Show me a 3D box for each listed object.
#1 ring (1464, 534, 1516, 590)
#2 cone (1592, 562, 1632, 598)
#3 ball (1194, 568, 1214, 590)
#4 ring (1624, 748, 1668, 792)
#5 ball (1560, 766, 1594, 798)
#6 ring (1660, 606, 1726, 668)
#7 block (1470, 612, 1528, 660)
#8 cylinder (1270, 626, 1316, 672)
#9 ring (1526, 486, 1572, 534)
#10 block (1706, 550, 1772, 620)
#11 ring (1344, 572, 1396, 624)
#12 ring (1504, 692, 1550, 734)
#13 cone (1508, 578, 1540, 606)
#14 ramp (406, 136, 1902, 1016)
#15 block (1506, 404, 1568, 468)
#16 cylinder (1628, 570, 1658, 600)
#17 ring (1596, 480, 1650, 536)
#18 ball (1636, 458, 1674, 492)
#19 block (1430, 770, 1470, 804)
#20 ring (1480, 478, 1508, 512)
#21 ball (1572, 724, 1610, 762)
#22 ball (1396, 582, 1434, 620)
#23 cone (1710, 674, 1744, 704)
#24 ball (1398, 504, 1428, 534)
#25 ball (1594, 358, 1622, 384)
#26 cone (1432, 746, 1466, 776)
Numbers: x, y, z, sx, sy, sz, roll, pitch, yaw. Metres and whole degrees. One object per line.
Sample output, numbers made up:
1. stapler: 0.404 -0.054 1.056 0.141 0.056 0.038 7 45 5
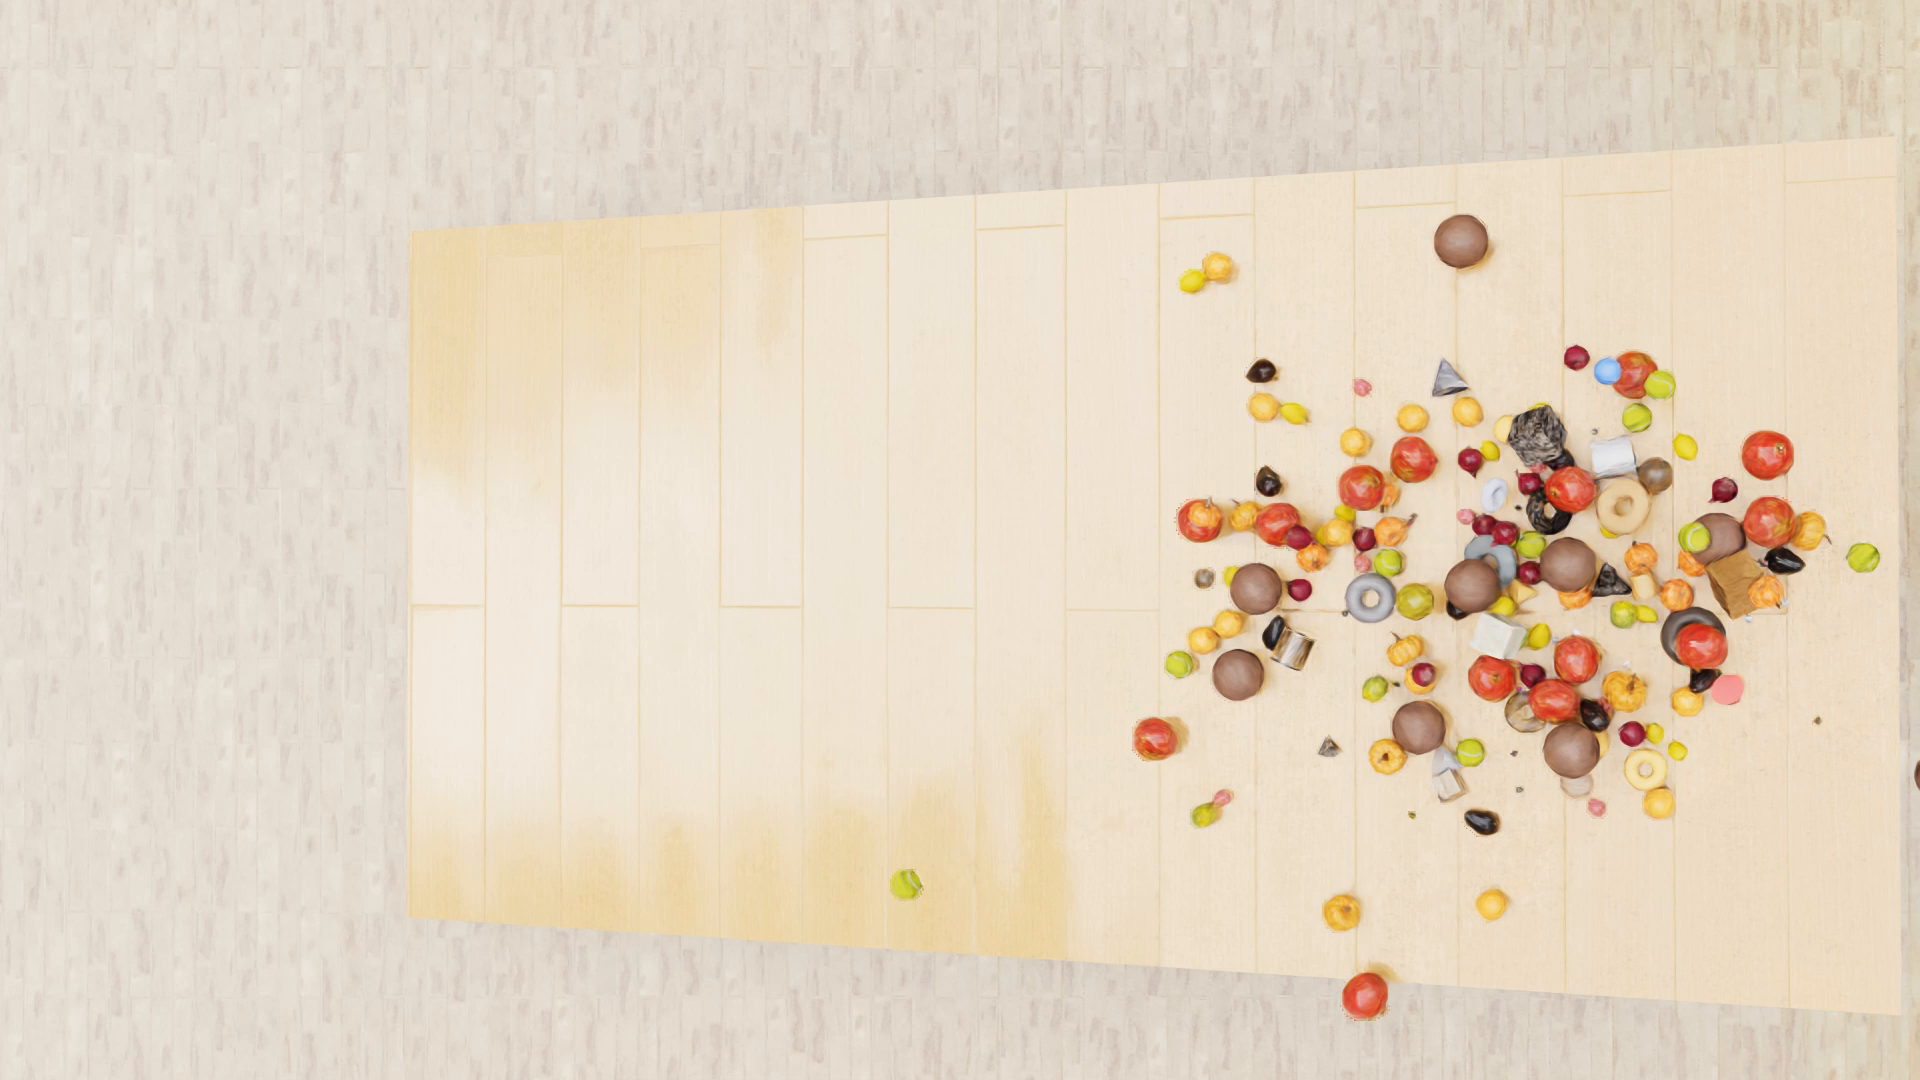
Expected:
1. ring: 1.274 0.054 5.283 0.046 0.139 0.139 -21 89 -43
2. cone: 1.546 0.109 5.177 0.090 0.090 0.090 21 89 13
3. ball: 0.615 0.097 5.546 0.053 0.053 0.053 0 89 0
4. ring: 1.614 0.541 5.177 0.101 0.034 0.101 0 89 22
5. ball: 1.461 0.574 5.210 0.078 0.078 0.078 0 89 0
6. ring: 1.708 0.226 5.121 0.148 0.049 0.148 -4 70 11
7. block: 1.264 0.225 5.158 0.084 0.084 0.084 28 106 34
8. cylinder: 0.821 0.269 5.423 0.085 0.085 0.085 23 96 0
9. ring: 1.403 -0.070 5.237 0.116 0.039 0.116 2 82 -16
10. block: 1.762 0.101 4.977 0.096 0.096 0.096 -24 123 6
11. ring: 1.009 0.143 5.404 0.126 0.042 0.126 0 89 18
12. ring: 1.357 0.411 5.258 0.108 0.036 0.108 -7 63 14
13. cone: 1.360 0.125 5.278 0.070 0.070 0.070 1 89 -6
14. ramp: 0.281 0.089 5.754 4.000 0.100 2.000 0 89 21
15. block: 1.367 -0.246 5.206 0.092 0.092 0.092 49 45 -22
16. cylinder: 1.593 0.106 5.129 0.055 0.055 0.055 -14 94 0
17. ring: 1.536 -0.076 5.092 0.045 0.134 0.134 17 89 -41
18. ball: 1.630 -0.152 5.152 0.084 0.084 0.084 0 89 0
19. block: 1.184 0.596 5.314 0.057 0.057 0.057 -36 62 24
20. ring: 1.270 -0.108 5.231 0.029 0.086 0.086 24 89 44
21. ball: 1.490 0.480 5.195 0.087 0.087 0.087 0 89 0
22. ball: 1.089 0.147 5.262 0.091 0.091 0.091 0 89 0
23. cone: 1.790 0.363 5.094 0.077 0.077 0.077 -50 132 -1
24. ball: 1.107 -0.051 5.371 0.070 0.070 0.070 0 89 0
25. ball: 1.487 -0.388 5.053 0.062 0.062 0.062 0 89 0
26. cone: 1.196 0.541 5.333 0.078 0.078 0.078 7 89 -13
